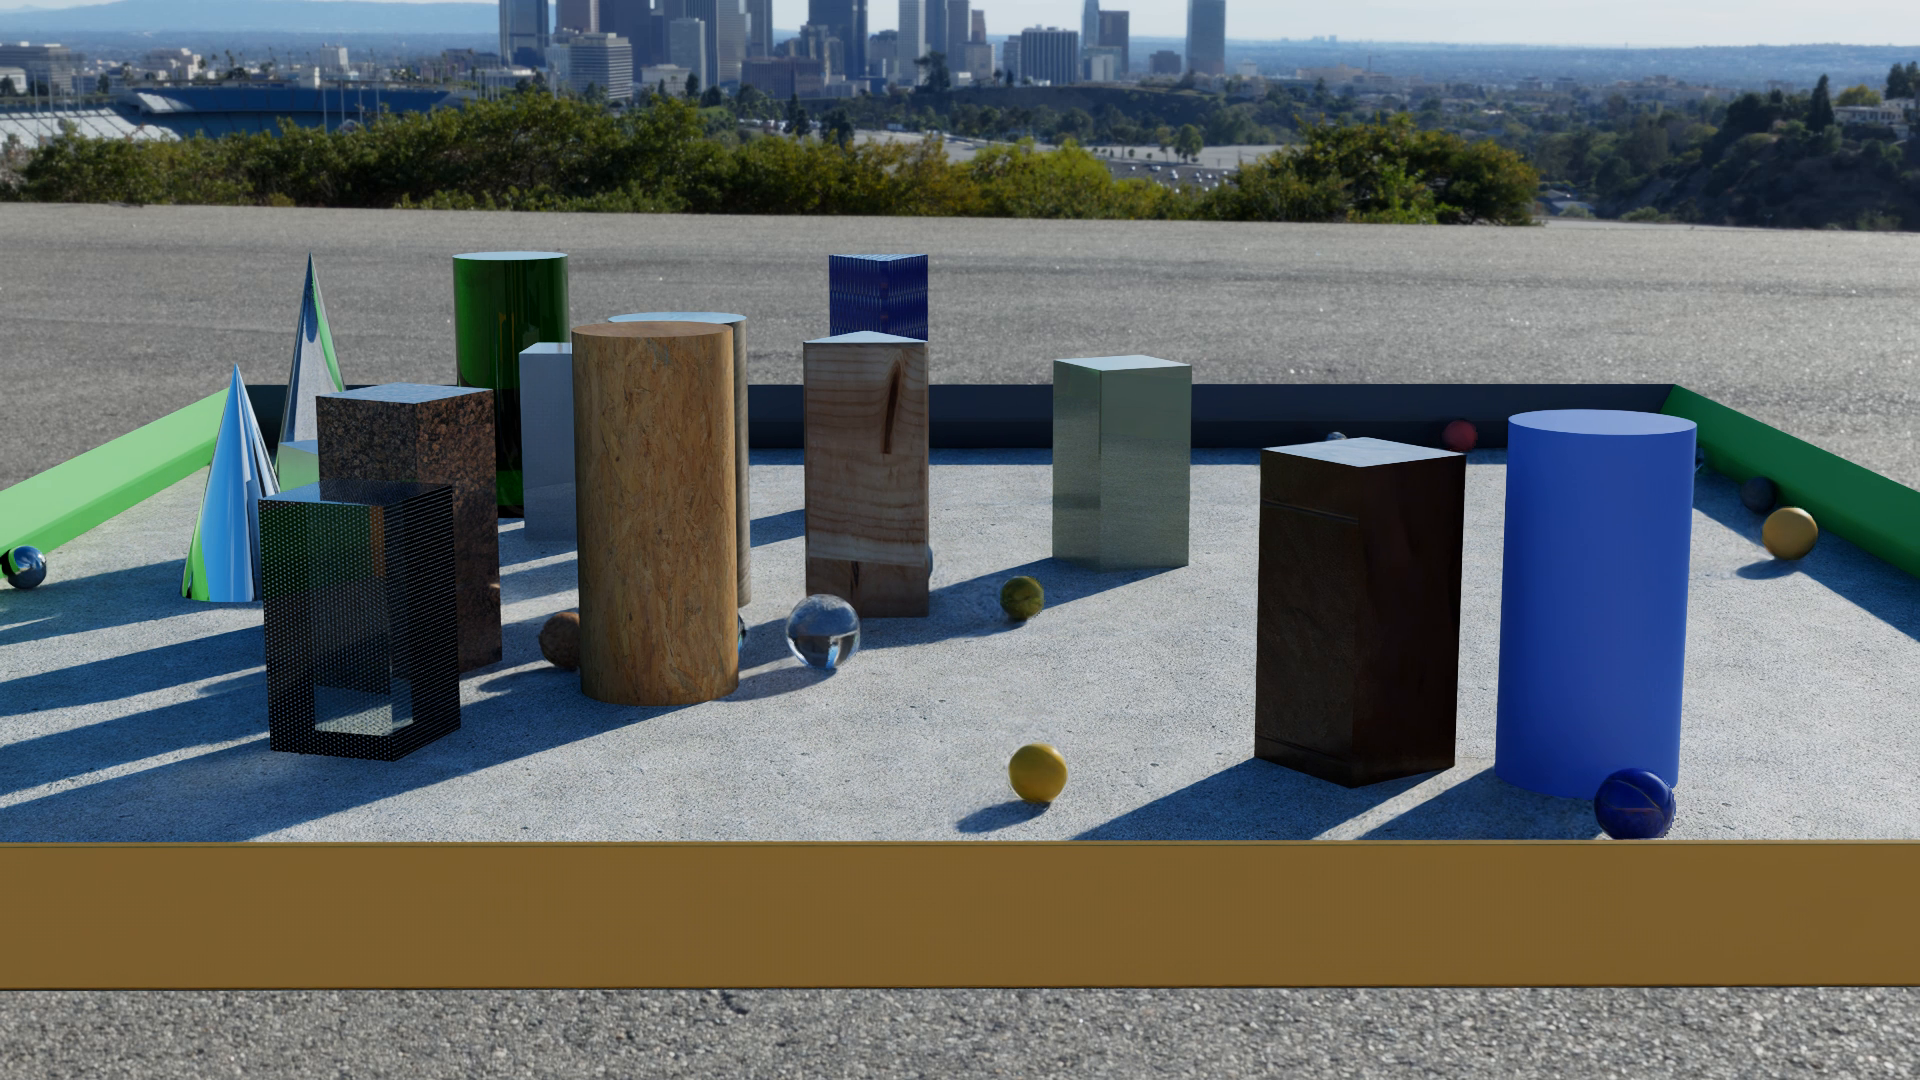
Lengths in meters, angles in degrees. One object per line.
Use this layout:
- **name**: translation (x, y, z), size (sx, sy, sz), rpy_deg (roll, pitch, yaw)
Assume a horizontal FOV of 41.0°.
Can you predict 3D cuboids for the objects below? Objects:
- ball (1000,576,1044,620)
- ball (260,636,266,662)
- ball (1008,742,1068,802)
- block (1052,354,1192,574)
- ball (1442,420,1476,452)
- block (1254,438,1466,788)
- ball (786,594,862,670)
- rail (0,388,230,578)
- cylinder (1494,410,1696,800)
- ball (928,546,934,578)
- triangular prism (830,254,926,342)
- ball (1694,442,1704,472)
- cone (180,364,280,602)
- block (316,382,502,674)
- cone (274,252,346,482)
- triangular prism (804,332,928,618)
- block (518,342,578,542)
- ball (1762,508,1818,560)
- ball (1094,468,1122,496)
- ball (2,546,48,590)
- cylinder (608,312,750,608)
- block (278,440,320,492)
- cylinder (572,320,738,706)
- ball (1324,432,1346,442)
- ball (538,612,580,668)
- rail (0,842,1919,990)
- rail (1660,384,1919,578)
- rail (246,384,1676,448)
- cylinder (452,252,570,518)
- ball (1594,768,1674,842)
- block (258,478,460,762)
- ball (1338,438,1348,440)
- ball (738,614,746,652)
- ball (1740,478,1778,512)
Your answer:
- **ball**: translation (0.081, 0.076, 3.381), size (0.058, 0.058, 0.058), rpy_deg (0, 11, 0)
- **ball**: translation (-0.809, 0.129, 3.087), size (0.063, 0.063, 0.063), rpy_deg (0, 11, 0)
- **ball**: translation (0.078, 0.231, 2.548), size (0.060, 0.060, 0.060), rpy_deg (0, 11, 0)
- **block**: translation (0.235, -0.113, 3.753), size (0.148, 0.294, 0.148), rpy_deg (-5, 12, -25)
- **ball**: translation (0.938, -0.195, 4.820), size (0.061, 0.061, 0.061), rpy_deg (0, 11, 0)
- **block**: translation (0.414, 0.071, 2.669), size (0.148, 0.330, 0.148), rpy_deg (-7, 13, -34)
- **ball**: translation (-0.165, 0.110, 3.105), size (0.092, 0.092, 0.092), rpy_deg (0, 11, 0)
- **rail**: translation (-1.343, 0.032, 3.442), size (0.045, 0.120, 2.895), rpy_deg (0, 11, 0)
- **cylinder**: translation (0.646, 0.062, 2.616), size (0.185, 0.368, 0.185), rpy_deg (0, 11, 0)
- **ball**: translation (-0.081, 0.030, 3.544), size (0.089, 0.089, 0.089), rpy_deg (0, 11, 0)
- **triangular prism**: translation (-0.111, -0.261, 4.220), size (0.138, 0.412, 0.160), rpy_deg (-8, 13, -35)
- **ball**: translation (1.294, -0.149, 4.569), size (0.064, 0.064, 0.064), rpy_deg (0, 11, 0)
- **cone**: translation (-0.995, -0.089, 3.555), size (0.185, 0.319, 0.185), rpy_deg (0, 11, 0)
- **block**: translation (-0.662, -0.011, 3.094), size (0.148, 0.335, 0.148), rpy_deg (5, 12, 27)
- **cone**: translation (-0.947, -0.201, 3.781), size (0.185, 0.456, 0.185), rpy_deg (0, 11, 0)
- **triangular prism**: translation (-0.125, -0.090, 3.434), size (0.160, 0.366, 0.138), rpy_deg (0, 11, -2)
- **block**: translation (-0.593, -0.154, 3.982), size (0.148, 0.289, 0.148), rpy_deg (0, 11, 1)
- **ball**: translation (1.223, -0.009, 3.779), size (0.079, 0.079, 0.079), rpy_deg (0, 11, 0)
- **ball**: translation (0.250, -0.099, 4.350), size (0.046, 0.046, 0.046), rpy_deg (0, 11, 0)
- **ball**: translation (-1.303, 0.038, 3.575), size (0.061, 0.061, 0.061), rpy_deg (0, 11, 0)
- **cylinder**: translation (-0.377, -0.106, 3.463), size (0.185, 0.386, 0.185), rpy_deg (0, 11, 0)
- **block**: translation (-0.785, -0.008, 3.349), size (0.148, 0.235, 0.148), rpy_deg (-8, 13, -37)
- **cylinder**: translation (-0.353, -0.035, 2.982), size (0.185, 0.423, 0.185), rpy_deg (0, 11, 0)
- **ball**: translation (0.696, -0.174, 4.744), size (0.050, 0.050, 0.050), rpy_deg (0, 11, 0)
- **ball**: translation (-0.477, 0.122, 3.112), size (0.067, 0.067, 0.067), rpy_deg (0, 11, 0)
- **rail**: translation (0.008, 0.293, 2.050), size (2.734, 0.120, 0.045), rpy_deg (0, 11, 0)
- **rail**: translation (1.343, 0.029, 3.457), size (0.045, 0.120, 2.895), rpy_deg (0, 11, 0)
- **rail**: translation (-0.008, -0.231, 4.849), size (2.734, 0.120, 0.045), rpy_deg (0, 11, 0)
- **cylinder**: translation (-0.727, -0.256, 4.186), size (0.185, 0.415, 0.185), rpy_deg (0, 11, 0)
- **ball**: translation (0.633, 0.251, 2.409), size (0.073, 0.073, 0.073), rpy_deg (0, 11, 0)
- **block**: translation (-0.644, 0.082, 2.764), size (0.148, 0.273, 0.148), rpy_deg (3, 11, 17)
- **ball**: translation (0.659, -0.133, 4.424), size (0.085, 0.085, 0.085), rpy_deg (0, 11, 0)
- **ball**: translation (-0.298, 0.114, 3.145), size (0.070, 0.070, 0.070), rpy_deg (0, 11, 0)
- **ball**: translation (1.303, -0.073, 4.181), size (0.057, 0.057, 0.057), rpy_deg (0, 11, 0)
